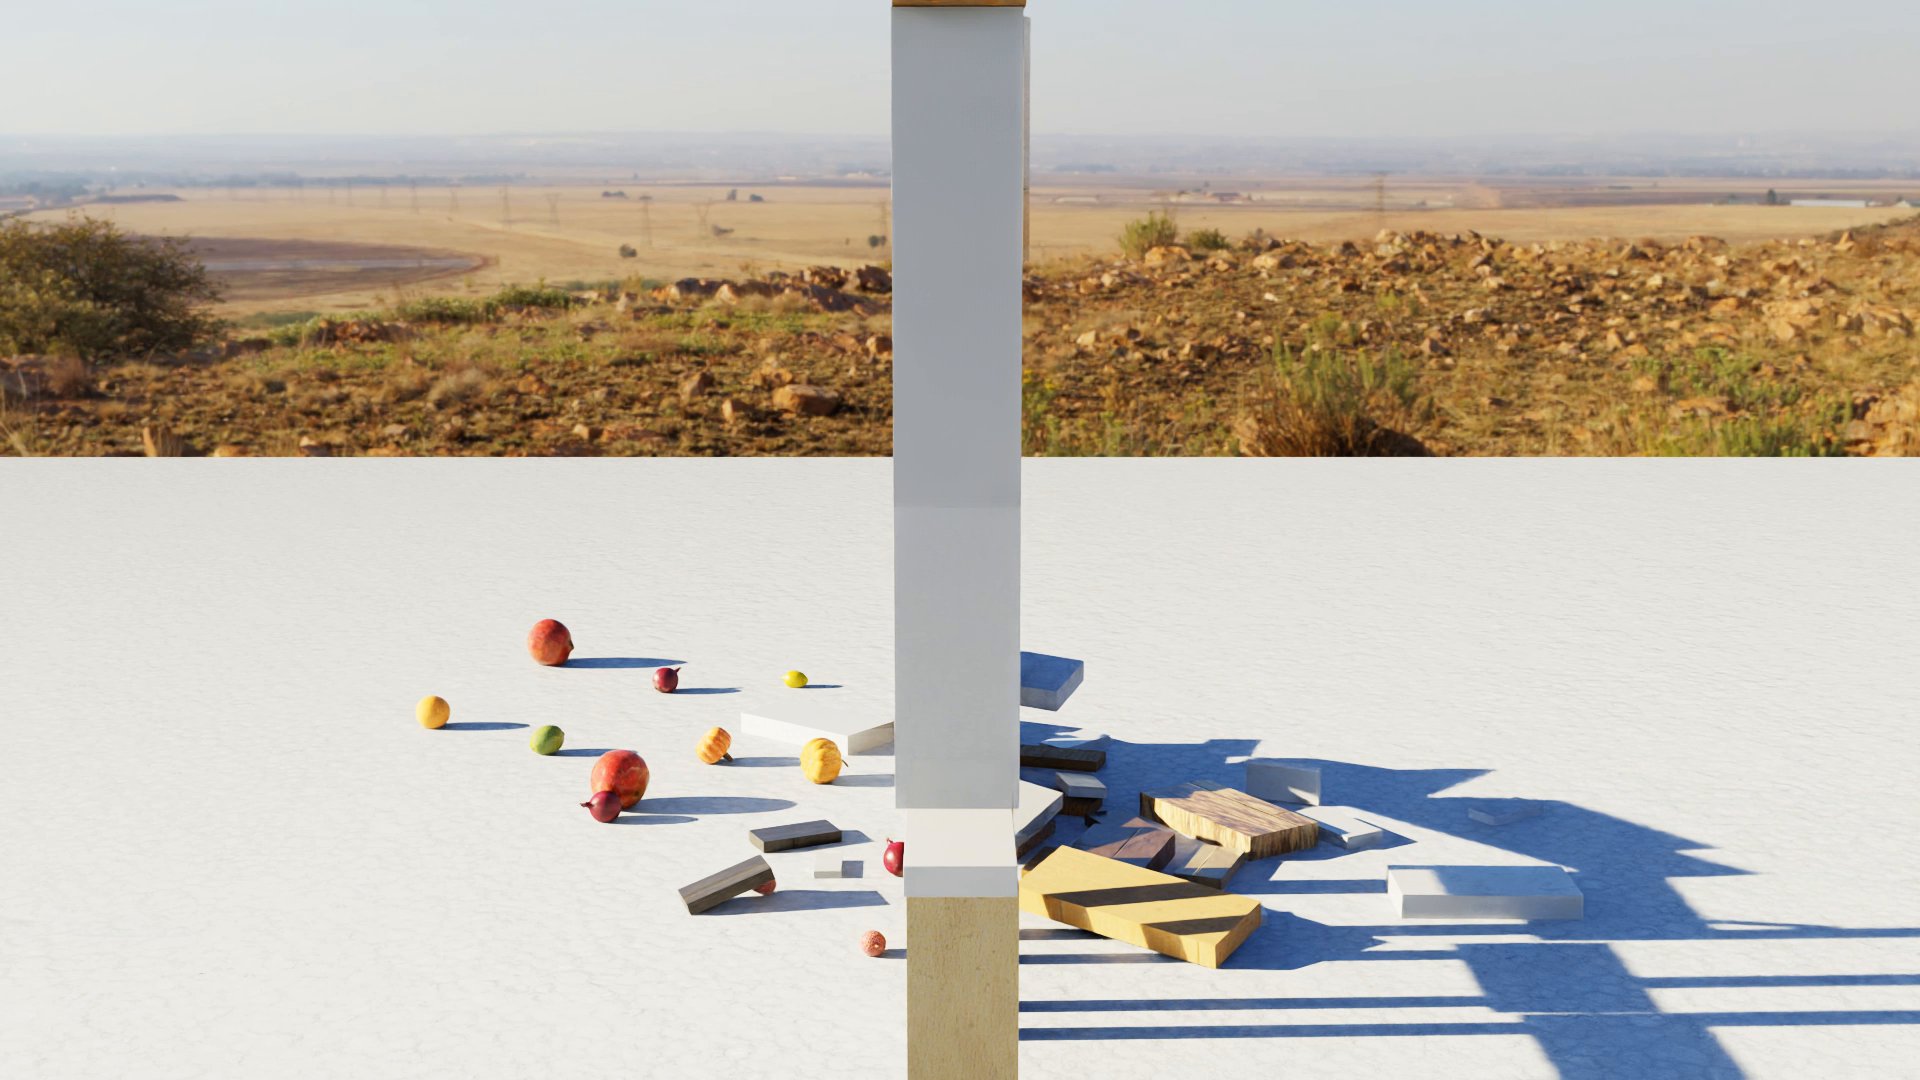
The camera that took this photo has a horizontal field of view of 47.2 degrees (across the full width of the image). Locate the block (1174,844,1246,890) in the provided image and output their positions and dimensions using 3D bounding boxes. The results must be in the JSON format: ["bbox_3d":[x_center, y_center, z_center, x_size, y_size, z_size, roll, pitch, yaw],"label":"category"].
[{"bbox_3d":[0.428,0.560,3.764,0.083,0.023,0.166,4,11,21],"label":"block"}]

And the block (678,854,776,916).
[{"bbox_3d":[-0.385,0.566,3.616,0.149,0.021,0.074,-22,16,-14],"label":"block"}]

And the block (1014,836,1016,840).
[{"bbox_3d":[0.004,0.554,3.068,0.145,0.291,0.041,0,11,0],"label":"block"}]

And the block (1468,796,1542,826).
[{"bbox_3d":[1.014,0.504,4.084,0.129,0.018,0.064,-7,13,-34],"label":"block"}]

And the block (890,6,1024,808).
[{"bbox_3d":[-0.004,-0.163,2.958,0.171,1.077,0.049,0,11,0],"label":"block"}]

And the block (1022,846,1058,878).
[{"bbox_3d":[0.157,0.559,3.787,0.064,0.018,0.129,4,11,20],"label":"block"}]

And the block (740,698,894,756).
[{"bbox_3d":[-0.300,0.392,4.621,0.298,0.042,0.149,8,13,37],"label":"block"}]

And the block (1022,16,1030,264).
[{"bbox_3d":[0.011,-0.569,3.133,0.171,0.343,0.049,2,11,12],"label":"block"}]

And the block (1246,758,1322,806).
[{"bbox_3d":[0.613,0.460,4.169,0.142,0.071,0.020,5,17,24],"label":"block"}]

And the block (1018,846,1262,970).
[{"bbox_3d":[0.279,0.578,3.487,0.369,0.041,0.146,11,27,34],"label":"block"}]

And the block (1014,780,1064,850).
[{"bbox_3d":[0.077,0.483,3.812,0.112,0.032,0.223,14,25,27],"label":"block"}]

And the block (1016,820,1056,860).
[{"bbox_3d":[0.100,0.530,3.930,0.083,0.023,0.166,5,12,25],"label":"block"}]

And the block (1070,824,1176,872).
[{"bbox_3d":[0.256,0.554,3.746,0.149,0.042,0.298,4,11,20],"label":"block"}]

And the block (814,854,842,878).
[{"bbox_3d":[-0.227,0.561,3.788,0.047,0.013,0.095,0,11,-2],"label":"block"}]

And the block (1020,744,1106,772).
[{"bbox_3d":[0.195,0.439,4.423,0.182,0.022,0.077,3,11,17],"label":"block"}]

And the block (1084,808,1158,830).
[{"bbox_3d":[0.296,0.522,3.976,0.077,0.022,0.155,-5,12,-24],"label":"block"}]

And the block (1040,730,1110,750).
[{"bbox_3d":[0.237,0.419,4.532,0.071,0.020,0.142,10,14,43],"label":"block"}]

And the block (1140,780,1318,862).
[{"bbox_3d":[0.485,0.506,3.998,0.157,0.044,0.314,-7,12,-32],"label":"block"}]

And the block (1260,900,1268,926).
[{"bbox_3d":[0.427,0.603,3.549,0.129,0.018,0.064,0,11,-2],"label":"block"}]

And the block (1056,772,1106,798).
[{"bbox_3d":[0.229,0.466,4.185,0.071,0.020,0.190,3,1,-5],"label":"block"}]

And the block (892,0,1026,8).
[{"bbox_3d":[-0.002,-0.737,2.967,0.171,0.049,0.343,0,11,0],"label":"block"}]

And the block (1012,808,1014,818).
[{"bbox_3d":[0.001,0.464,3.449,0.164,0.329,0.047,0,11,0],"label":"block"}]

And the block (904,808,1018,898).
[{"bbox_3d":[0.000,0.408,2.942,0.145,0.041,0.291,0,11,0],"label":"block"}]

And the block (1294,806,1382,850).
[{"bbox_3d":[0.676,0.521,3.979,0.083,0.023,0.166,-6,12,-31],"label":"block"}]

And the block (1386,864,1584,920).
[{"bbox_3d":[0.859,0.579,3.617,0.292,0.041,0.146,0,11,1],"label":"block"}]

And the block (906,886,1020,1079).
[{"bbox_3d":[0.004,0.589,2.877,0.145,0.291,0.041,0,11,0],"label":"block"}]

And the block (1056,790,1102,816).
[{"bbox_3d":[0.182,0.492,4.135,0.155,0.022,0.077,4,11,20],"label":"block"}]

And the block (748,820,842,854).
[{"bbox_3d":[-0.295,0.530,3.936,0.149,0.021,0.074,-5,12,-25],"label":"block"}]

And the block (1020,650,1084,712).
[{"bbox_3d":[0.061,0.258,4.275,0.328,0.042,0.149,8,24,22],"label":"block"}]
